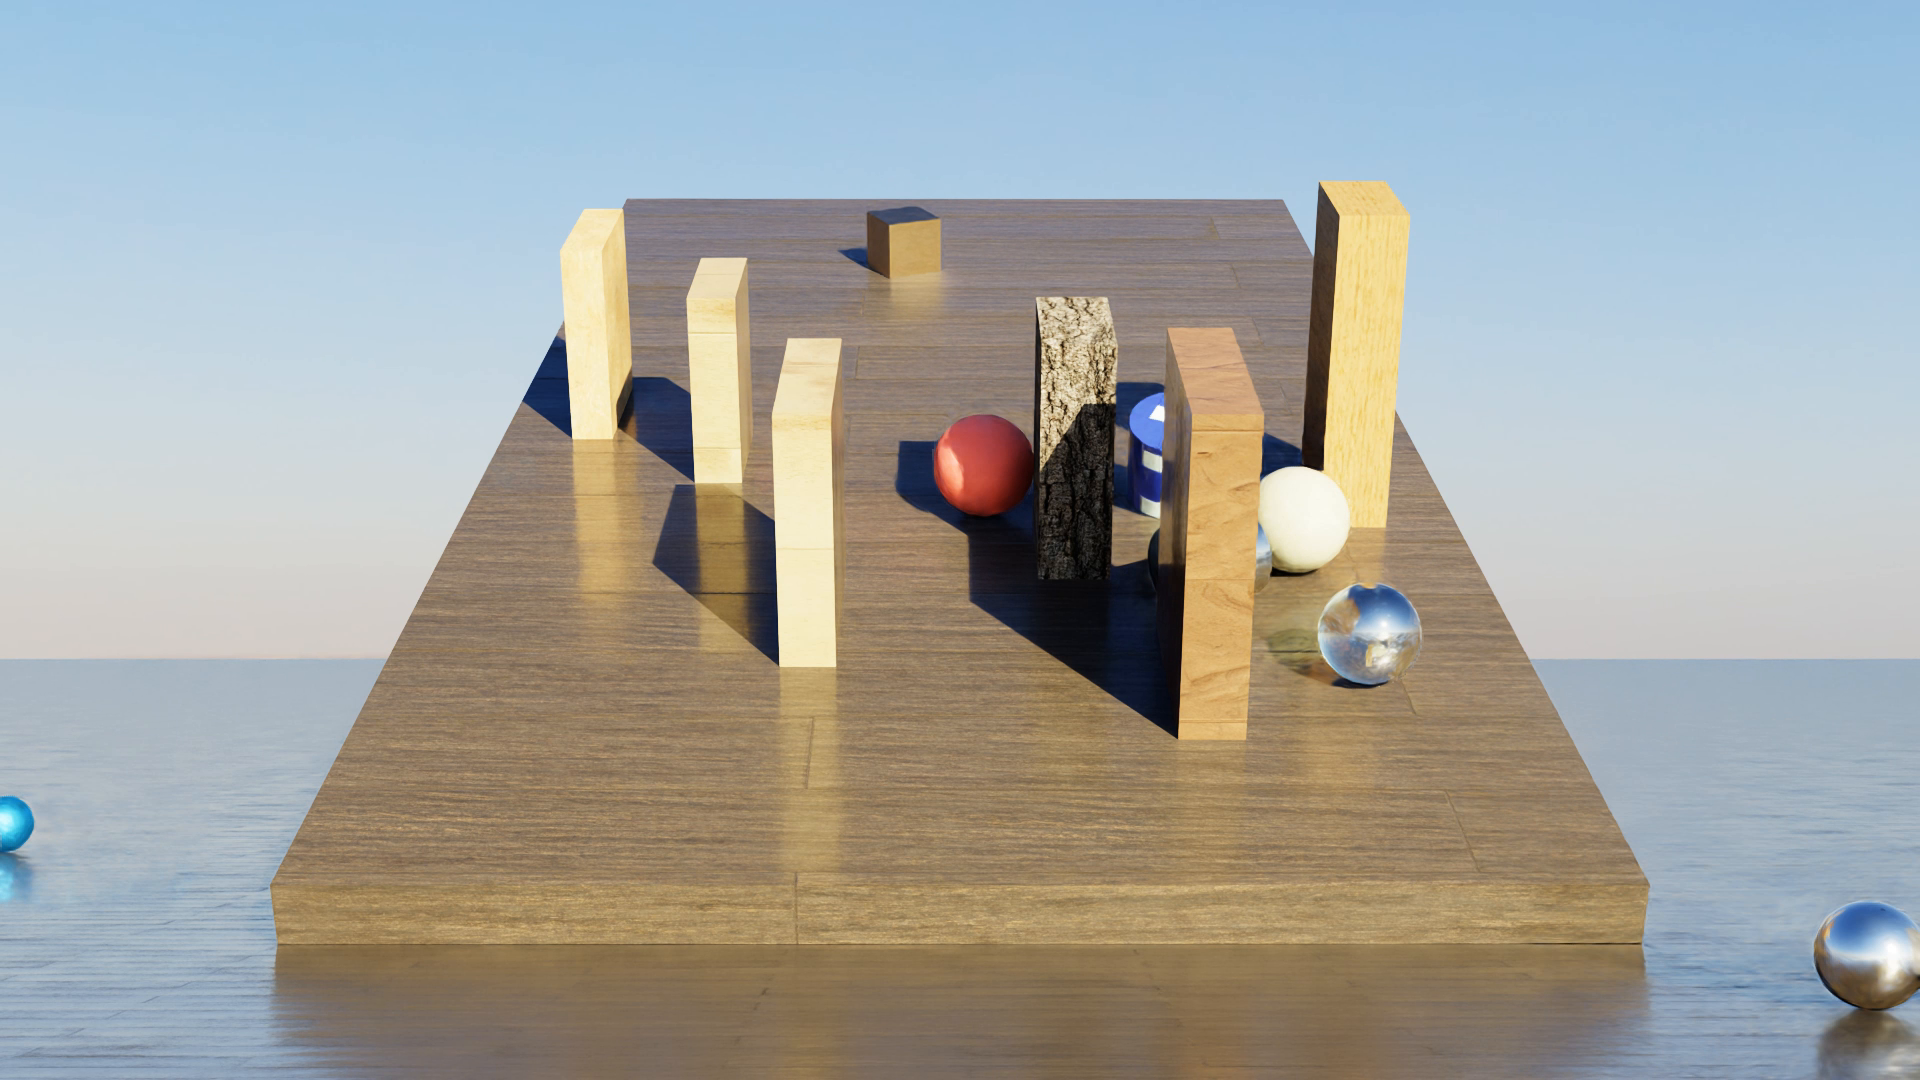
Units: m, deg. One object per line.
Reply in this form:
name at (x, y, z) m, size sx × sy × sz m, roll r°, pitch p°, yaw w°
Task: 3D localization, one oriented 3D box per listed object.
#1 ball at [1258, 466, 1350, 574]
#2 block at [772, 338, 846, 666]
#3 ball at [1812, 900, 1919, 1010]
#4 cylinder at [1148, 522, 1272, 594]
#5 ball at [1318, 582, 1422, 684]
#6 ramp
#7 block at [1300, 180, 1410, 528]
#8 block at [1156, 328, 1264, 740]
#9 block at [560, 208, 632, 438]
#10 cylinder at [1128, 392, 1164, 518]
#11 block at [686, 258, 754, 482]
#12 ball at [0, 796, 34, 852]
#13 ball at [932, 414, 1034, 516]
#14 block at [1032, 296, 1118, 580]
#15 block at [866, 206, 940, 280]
ball at (0.637, -0.039, 4.373) m, size 0.203 × 0.203 × 0.203 m, roll 0°, pitch -3°, yaw 0°
block at (-0.265, -0.074, 4.115) m, size 0.098 × 0.463 × 0.419 m, roll 0°, pitch 23°, yaw 0°
ball at (1.091, 0.498, 2.764) m, size 0.130 × 0.130 × 0.130 m, roll 0°, pitch -3°, yaw 0°
cylinder at (0.459, 0.037, 4.245) m, size 0.162 × 0.162 × 0.162 m, roll -13°, pitch 4°, yaw -29°
ball at (0.698, 0.159, 3.935) m, size 0.175 × 0.175 × 0.175 m, roll 0°, pitch -3°, yaw 0°
ramp at (-0.007, -0.224, 5.207) m, size 2.000 × 0.100 × 4.000 m, roll 0°, pitch 23°, yaw 0°
block at (0.784, -0.372, 4.608) m, size 0.133 × 0.637 × 0.272 m, roll 0°, pitch 23°, yaw 0°
block at (0.411, -0.019, 3.860) m, size 0.110 × 0.562 × 0.445 m, roll 0°, pitch 23°, yaw 0°
block at (-0.808, -0.487, 5.150) m, size 0.088 × 0.426 × 0.353 m, roll 0°, pitch 23°, yaw 0°
cylinder at (0.430, -0.169, 4.641) m, size 0.183 × 0.183 × 0.183 m, roll 0°, pitch -46°, yaw 2°
block at (-0.506, -0.362, 4.885) m, size 0.098 × 0.401 × 0.300 m, roll 0°, pitch 23°, yaw 0°
ball at (-2.047, 0.608, 4.937) m, size 0.120 × 0.120 × 0.120 m, roll 0°, pitch -3°, yaw 0°
ball at (0.048, -0.150, 4.627) m, size 0.205 × 0.205 × 0.205 m, roll 0°, pitch -3°, yaw 0°
block at (0.216, -0.198, 4.413) m, size 0.138 × 0.465 × 0.300 m, roll 0°, pitch 23°, yaw 0°
block at (-0.154, -0.812, 6.288) m, size 0.152 × 0.152 × 0.152 m, roll -10°, pitch 25°, yaw -24°
